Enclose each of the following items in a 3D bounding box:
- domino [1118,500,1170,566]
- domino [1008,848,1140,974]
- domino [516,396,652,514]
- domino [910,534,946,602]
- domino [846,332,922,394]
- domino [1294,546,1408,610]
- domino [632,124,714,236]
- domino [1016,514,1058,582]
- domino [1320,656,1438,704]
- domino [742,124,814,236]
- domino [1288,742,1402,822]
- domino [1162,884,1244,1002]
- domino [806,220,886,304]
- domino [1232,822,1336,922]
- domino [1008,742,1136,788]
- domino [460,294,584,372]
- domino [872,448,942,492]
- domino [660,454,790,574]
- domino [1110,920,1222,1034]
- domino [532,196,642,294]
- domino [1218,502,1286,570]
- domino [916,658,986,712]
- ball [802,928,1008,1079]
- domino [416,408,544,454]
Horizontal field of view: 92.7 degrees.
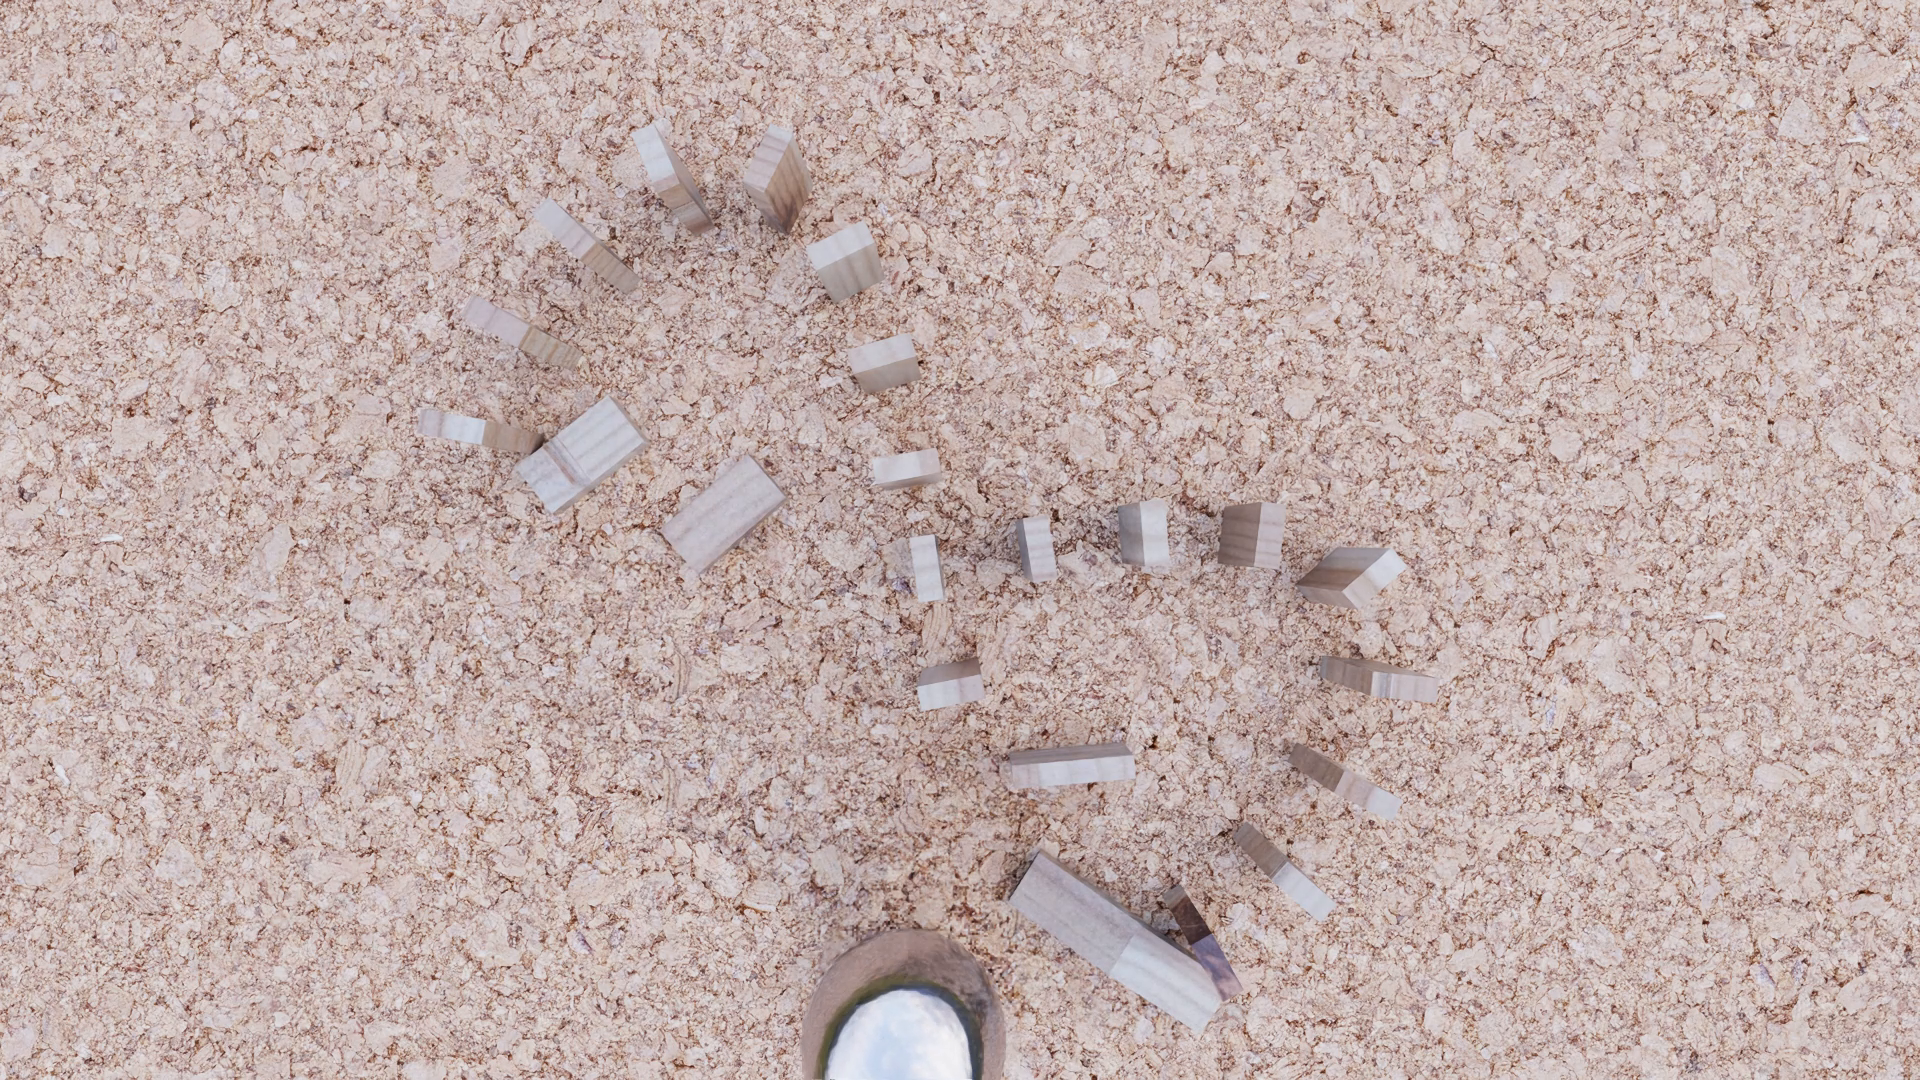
[{"bbox_3d":[0.074,-0.003,0.375,0.010,0.050,0.025,-5,90,0],"label":"domino"},{"bbox_3d":[0.048,0.158,0.391,0.050,0.010,0.025,32,90,11],"label":"domino"},{"bbox_3d":[-0.162,-0.037,0.395,0.050,0.009,0.025,-38,90,0],"label":"domino"},{"bbox_3d":[-0.013,0.011,0.375,0.009,0.050,0.025,-8,90,0],"label":"domino"},{"bbox_3d":[-0.030,-0.071,0.375,0.025,0.050,0.009,-16,90,0],"label":"domino"},{"bbox_3d":[0.159,0.015,0.375,0.025,0.050,0.010,-42,90,0],"label":"domino"},{"bbox_3d":[-0.116,-0.146,0.375,0.009,0.050,0.025,-24,90,0],"label":"domino"},{"bbox_3d":[0.031,0.003,0.375,0.009,0.050,0.025,-10,90,0],"label":"domino"},{"bbox_3d":[0.170,0.056,0.375,0.025,0.050,0.009,6,90,0],"label":"domino"},{"bbox_3d":[-0.074,-0.146,0.375,0.010,0.050,0.025,27,90,0],"label":"domino"},{"bbox_3d":[0.156,0.098,0.375,0.025,0.050,0.009,27,90,0],"label":"domino"},{"bbox_3d":[0.098,0.163,0.375,0.010,0.050,0.025,-29,90,0],"label":"domino"},{"bbox_3d":[-0.046,-0.113,0.375,0.025,0.050,0.009,-26,90,0],"label":"domino"},{"bbox_3d":[0.131,0.135,0.375,0.025,0.050,0.010,41,90,0],"label":"domino"},{"bbox_3d":[0.047,0.095,0.388,0.050,0.025,0.010,-5,90,0],"label":"domino"},{"bbox_3d":[-0.178,-0.084,0.375,0.025,0.050,0.009,30,90,0],"label":"domino"},{"bbox_3d":[-0.020,-0.028,0.375,0.025,0.050,0.009,-11,90,0],"label":"domino"},{"bbox_3d":[-0.101,-0.011,0.395,0.050,0.009,0.025,-41,90,0],"label":"domino"},{"bbox_3d":[0.088,0.187,0.395,0.050,0.010,0.025,33,90,0],"label":"domino"},{"bbox_3d":[-0.151,-0.119,0.375,0.025,0.050,0.009,44,90,0],"label":"domino"},{"bbox_3d":[0.119,-0.002,0.375,0.010,0.050,0.025,7,90,0],"label":"domino"},{"bbox_3d":[-0.003,0.058,0.375,0.025,0.050,0.009,-11,90,0],"label":"domino"},{"bbox_3d":[-0.022,0.196,0.360,0.080,0.080,0.080,0,90,0],"label":"ball"},{"bbox_3d":[-0.194,-0.043,0.375,0.025,0.050,0.010,10,90,0],"label":"domino"}]
